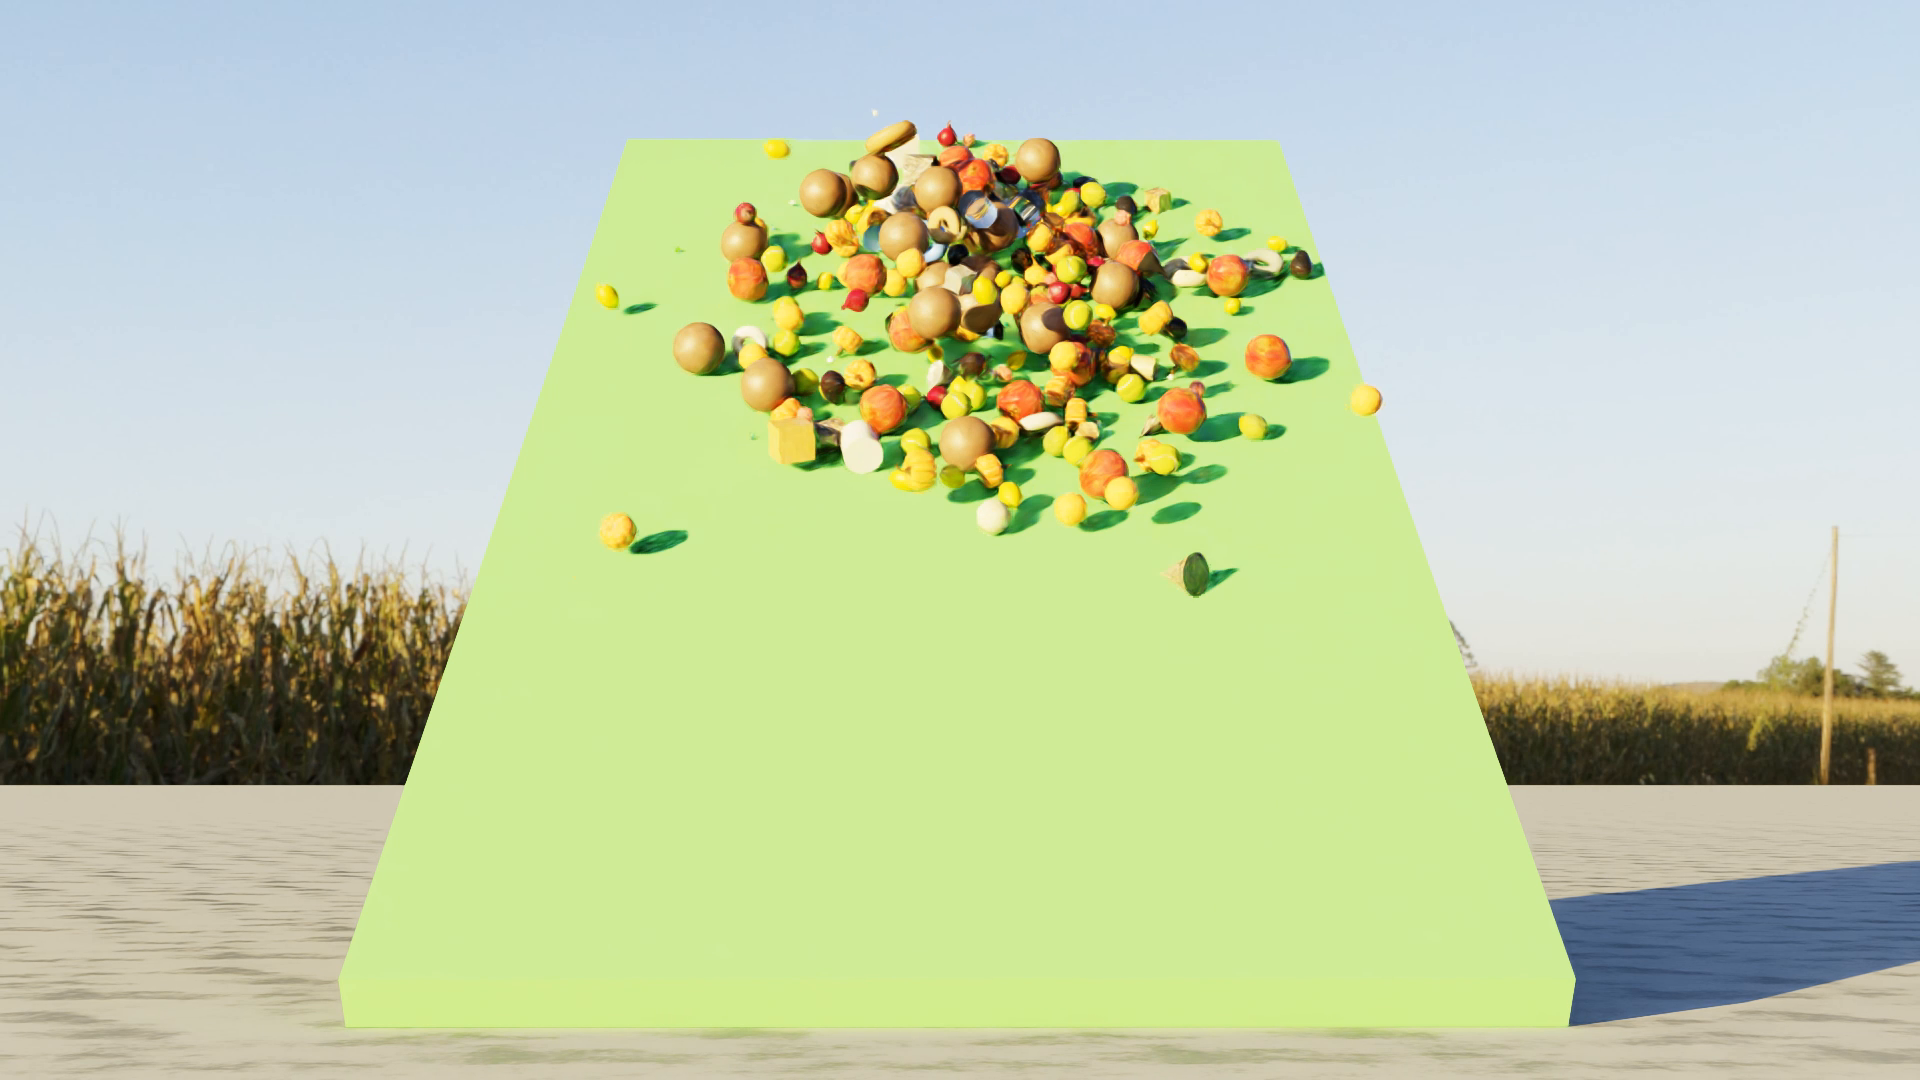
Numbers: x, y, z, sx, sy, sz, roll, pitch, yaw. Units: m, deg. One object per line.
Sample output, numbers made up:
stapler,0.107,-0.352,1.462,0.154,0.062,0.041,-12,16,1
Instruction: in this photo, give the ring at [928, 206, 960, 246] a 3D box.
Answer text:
ring,-0.040,-0.806,6.161,0.098,0.098,0.033,-4,4,36

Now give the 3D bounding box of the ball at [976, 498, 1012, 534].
ball,0.072,-0.051,5.175,0.076,0.076,0.076,0,-6,0

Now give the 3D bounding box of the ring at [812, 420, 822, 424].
ring,-0.321,-0.256,5.594,0.078,0.026,0.078,1,28,-1

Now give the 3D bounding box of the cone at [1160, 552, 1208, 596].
cone,0.451,0.070,4.971,0.092,0.092,0.092,1,-3,41

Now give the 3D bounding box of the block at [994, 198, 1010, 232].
block,0.136,-0.902,6.691,0.065,0.065,0.065,-42,36,-18

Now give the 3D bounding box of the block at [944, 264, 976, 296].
block,0.000,-0.616,5.704,0.051,0.051,0.051,33,38,32

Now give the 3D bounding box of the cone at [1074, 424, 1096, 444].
cone,0.294,-0.250,5.589,0.052,0.052,0.052,-1,15,7

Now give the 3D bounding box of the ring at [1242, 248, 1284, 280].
ring,0.813,-0.738,6.437,0.114,0.114,0.038,0,-43,5

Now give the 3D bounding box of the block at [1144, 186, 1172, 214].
block,0.565,-0.969,6.855,0.055,0.055,0.055,-24,37,-36

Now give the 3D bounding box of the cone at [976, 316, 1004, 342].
cone,0.066,-0.524,6.040,0.067,0.067,0.067,-15,-1,-17

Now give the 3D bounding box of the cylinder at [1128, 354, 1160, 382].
cylinder,0.449,-0.420,5.860,0.059,0.059,0.059,11,-2,18

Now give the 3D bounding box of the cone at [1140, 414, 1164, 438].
cone,0.438,-0.256,5.600,0.053,0.053,0.053,-41,4,-13

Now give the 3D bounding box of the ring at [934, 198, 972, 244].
ring,-0.023,-0.853,6.424,0.123,0.123,0.041,-4,4,33

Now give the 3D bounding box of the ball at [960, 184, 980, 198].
ball,0.029,-0.961,6.699,0.060,0.060,0.060,0,-6,0

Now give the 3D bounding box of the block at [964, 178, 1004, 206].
block,0.066,-0.967,6.812,0.088,0.088,0.088,-9,30,-17

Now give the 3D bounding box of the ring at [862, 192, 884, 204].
ring,-0.235,-0.974,6.866,0.086,0.029,0.086,7,10,-1

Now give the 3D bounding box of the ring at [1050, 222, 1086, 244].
ring,0.296,-0.843,6.605,0.108,0.036,0.108,22,4,-2

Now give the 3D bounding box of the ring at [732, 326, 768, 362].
ring,-0.519,-0.485,5.938,0.094,0.094,0.031,-1,22,5

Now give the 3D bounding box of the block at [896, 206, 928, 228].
block,-0.132,-0.891,6.659,0.057,0.057,0.057,8,11,-35

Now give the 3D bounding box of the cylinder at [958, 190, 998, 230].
cylinder,0.046,-0.846,6.143,0.076,0.076,0.076,-3,-19,25

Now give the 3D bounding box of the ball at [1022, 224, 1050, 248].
ball,0.210,-0.828,6.575,0.077,0.077,0.077,0,-6,0

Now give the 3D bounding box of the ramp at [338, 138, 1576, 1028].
ramp,-0.012,-0.217,5.655,2.000,0.100,4.000,0,29,0

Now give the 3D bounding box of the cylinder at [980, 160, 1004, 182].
cylinder,0.092,-1.076,7.023,0.053,0.053,0.053,-17,-27,-9

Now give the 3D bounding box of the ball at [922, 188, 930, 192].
ball,-0.118,-1.042,6.953,0.081,0.081,0.081,0,-6,0

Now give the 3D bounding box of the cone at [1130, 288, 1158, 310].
cone,0.488,-0.614,6.239,0.066,0.066,0.066,21,-14,-22

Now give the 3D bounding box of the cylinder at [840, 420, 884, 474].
cylinder,-0.224,-0.211,5.447,0.090,0.090,0.090,1,28,-11

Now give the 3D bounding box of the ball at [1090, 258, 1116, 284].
ball,0.381,-0.717,6.386,0.067,0.067,0.067,0,-6,0

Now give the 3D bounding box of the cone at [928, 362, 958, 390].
cone,-0.031,-0.394,5.839,0.071,0.071,0.071,2,-6,-33

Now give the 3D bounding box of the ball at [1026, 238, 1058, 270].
ball,0.222,-0.771,6.465,0.083,0.083,0.083,0,-6,0

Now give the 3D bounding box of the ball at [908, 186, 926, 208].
ball,-0.131,-0.976,6.847,0.070,0.070,0.070,0,-6,0

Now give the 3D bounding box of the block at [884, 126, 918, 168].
block,-0.166,-1.116,6.825,0.092,0.092,0.092,-2,30,-4

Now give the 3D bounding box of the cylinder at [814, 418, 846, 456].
cylinder,-0.304,-0.238,5.512,0.073,0.073,0.073,-17,2,-26

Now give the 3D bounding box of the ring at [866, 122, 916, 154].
ring,-0.185,-1.079,6.446,0.146,0.049,0.146,-25,1,1

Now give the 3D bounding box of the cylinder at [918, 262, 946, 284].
cylinder,-0.070,-0.698,6.277,0.057,0.057,0.057,-4,1,32

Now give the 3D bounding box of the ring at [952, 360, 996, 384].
ring,0.034,-0.408,5.804,0.111,0.037,0.111,18,3,-1

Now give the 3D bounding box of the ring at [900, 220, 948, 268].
ring,-0.094,-0.774,6.284,0.134,0.134,0.045,3,31,-25

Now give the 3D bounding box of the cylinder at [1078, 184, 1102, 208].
cylinder,0.375,-0.985,6.877,0.060,0.060,0.060,6,-5,9

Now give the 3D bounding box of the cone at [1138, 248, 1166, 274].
cone,0.502,-0.699,6.150,0.067,0.067,0.067,36,2,12

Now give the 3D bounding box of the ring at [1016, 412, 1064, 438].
ring,0.185,-0.264,5.543,0.112,0.037,0.112,-9,-13,-2

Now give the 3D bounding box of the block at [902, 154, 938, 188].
block,-0.111,-1.036,6.735,0.082,0.082,0.082,4,16,10

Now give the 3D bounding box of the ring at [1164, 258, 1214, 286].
ring,0.608,-0.715,6.408,0.136,0.045,0.136,0,30,0

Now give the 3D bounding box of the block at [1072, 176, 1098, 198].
block,0.360,-1.017,6.943,0.052,0.052,0.052,20,35,31

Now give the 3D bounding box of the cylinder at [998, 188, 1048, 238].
cylinder,0.167,-0.865,6.354,0.092,0.092,0.092,-8,34,53

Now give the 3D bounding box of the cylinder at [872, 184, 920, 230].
cylinder,-0.178,-0.931,6.711,0.094,0.094,0.094,-41,9,-19

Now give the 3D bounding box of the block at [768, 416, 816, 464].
block,-0.380,-0.225,5.416,0.082,0.082,0.082,-9,17,-20
